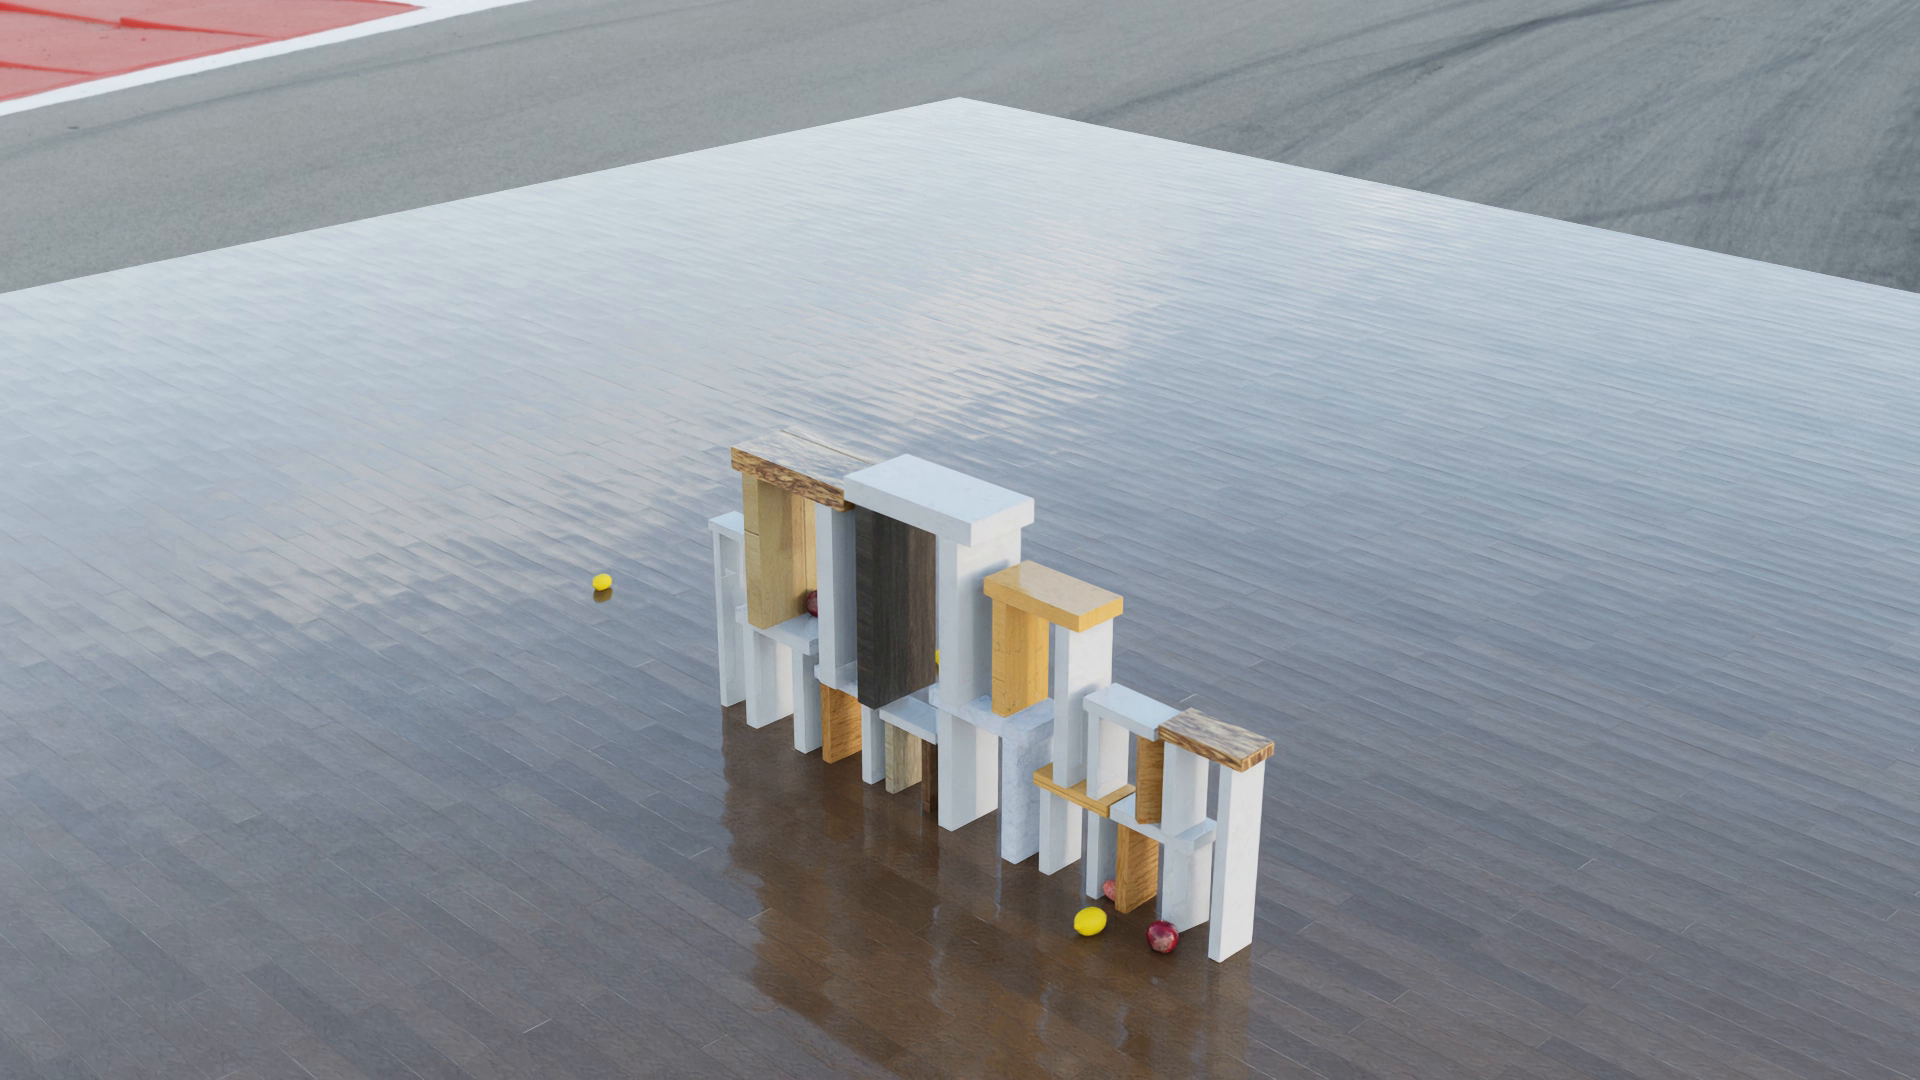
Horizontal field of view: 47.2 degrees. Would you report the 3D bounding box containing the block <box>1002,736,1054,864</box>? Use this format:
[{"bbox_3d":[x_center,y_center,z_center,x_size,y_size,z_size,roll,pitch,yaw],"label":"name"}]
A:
[{"bbox_3d":[0.141,0.486,4.278,0.132,0.264,0.037,-21,31,-41],"label":"block"}]

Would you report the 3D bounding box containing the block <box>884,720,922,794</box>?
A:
[{"bbox_3d":[-0.117,0.434,4.530,0.023,0.162,0.081,21,31,41],"label":"block"}]

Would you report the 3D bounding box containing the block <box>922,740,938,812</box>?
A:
[{"bbox_3d":[-0.040,0.464,4.459,0.023,0.162,0.081,21,31,41],"label":"block"}]

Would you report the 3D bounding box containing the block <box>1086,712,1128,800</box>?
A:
[{"bbox_3d":[0.275,0.387,4.083,0.025,0.177,0.087,21,31,41],"label":"block"}]

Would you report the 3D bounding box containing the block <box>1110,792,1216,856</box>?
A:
[{"bbox_3d":[0.376,0.516,4.032,0.187,0.027,0.094,21,31,40],"label":"block"}]

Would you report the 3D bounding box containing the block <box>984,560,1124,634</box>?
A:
[{"bbox_3d":[0.172,0.103,4.088,0.240,0.034,0.120,21,31,41],"label":"block"}]

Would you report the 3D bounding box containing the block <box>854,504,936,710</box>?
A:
[{"bbox_3d":[-0.127,0.112,4.396,0.049,0.431,0.172,22,31,40],"label":"block"}]

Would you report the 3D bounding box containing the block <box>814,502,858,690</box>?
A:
[{"bbox_3d":[-0.211,0.091,4.484,0.171,0.400,0.048,-21,31,-40],"label":"block"}]

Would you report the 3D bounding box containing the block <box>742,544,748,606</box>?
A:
[{"bbox_3d":[-0.430,0.067,4.718,0.021,0.147,0.073,21,31,41],"label":"block"}]

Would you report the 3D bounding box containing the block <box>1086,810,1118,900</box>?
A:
[{"bbox_3d":[0.281,0.579,4.160,0.092,0.184,0.026,-21,31,-40],"label":"block"}]

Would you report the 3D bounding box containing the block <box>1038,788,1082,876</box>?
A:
[{"bbox_3d":[0.194,0.545,4.239,0.026,0.184,0.092,21,31,41],"label":"block"}]

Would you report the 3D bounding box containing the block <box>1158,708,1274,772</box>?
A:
[{"bbox_3d":[0.451,0.352,3.876,0.185,0.026,0.093,20,30,39],"label":"block"}]

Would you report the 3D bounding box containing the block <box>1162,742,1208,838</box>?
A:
[{"bbox_3d":[0.405,0.434,3.954,0.093,0.185,0.026,-20,30,-39],"label":"block"}]

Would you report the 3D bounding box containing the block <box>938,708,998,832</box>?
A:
[{"bbox_3d":[0.017,0.437,4.393,0.132,0.264,0.037,-21,31,-41],"label":"block"}]

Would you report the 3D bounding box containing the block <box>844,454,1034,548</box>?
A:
[{"bbox_3d":[-0.043,-0.079,4.230,0.345,0.049,0.172,21,31,40],"label":"block"}]

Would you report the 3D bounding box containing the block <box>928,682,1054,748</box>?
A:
[{"bbox_3d":[0.079,0.323,4.277,0.132,0.037,0.264,-21,31,-41],"label":"block"}]

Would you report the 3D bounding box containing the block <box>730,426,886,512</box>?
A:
[{"bbox_3d":[-0.290,-0.147,4.472,0.171,0.048,0.342,-21,31,-41],"label":"block"}]

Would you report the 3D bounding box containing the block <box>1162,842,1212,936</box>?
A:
[{"bbox_3d":[0.417,0.628,4.041,0.094,0.187,0.027,-16,27,-33],"label":"block"}]

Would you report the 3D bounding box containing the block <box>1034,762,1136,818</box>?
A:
[{"bbox_3d":[0.238,0.465,4.158,0.184,0.026,0.092,21,31,40],"label":"block"}]

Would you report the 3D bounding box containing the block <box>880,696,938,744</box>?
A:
[{"bbox_3d":[-0.078,0.364,4.458,0.162,0.023,0.081,21,31,41],"label":"block"}]

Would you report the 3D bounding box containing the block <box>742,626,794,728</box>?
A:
[{"bbox_3d":[-0.412,0.281,4.794,0.034,0.238,0.119,21,31,41],"label":"block"}]

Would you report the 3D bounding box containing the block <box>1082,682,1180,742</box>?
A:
[{"bbox_3d":[0.317,0.312,4.001,0.087,0.025,0.174,-20,30,-39],"label":"block"}]

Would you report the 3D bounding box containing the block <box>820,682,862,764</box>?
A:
[{"bbox_3d":[-0.248,0.370,4.649,0.094,0.188,0.027,-21,31,-41],"label":"block"}]

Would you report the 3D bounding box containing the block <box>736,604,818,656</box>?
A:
[{"bbox_3d":[-0.356,0.177,4.689,0.238,0.034,0.119,21,31,41],"label":"block"}]

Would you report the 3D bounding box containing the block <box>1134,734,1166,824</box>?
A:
[{"bbox_3d":[0.364,0.428,3.981,0.087,0.174,0.025,-5,22,-11],"label":"block"}]

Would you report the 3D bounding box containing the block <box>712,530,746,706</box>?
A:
[{"bbox_3d":[-0.499,0.165,4.835,0.021,0.419,0.073,21,31,41],"label":"block"}]

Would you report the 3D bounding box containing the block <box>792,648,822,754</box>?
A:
[{"bbox_3d":[-0.300,0.324,4.691,0.034,0.239,0.119,21,31,41],"label":"block"}]

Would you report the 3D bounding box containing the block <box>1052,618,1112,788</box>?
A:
[{"bbox_3d":[0.229,0.293,4.107,0.034,0.331,0.120,21,31,41],"label":"block"}]

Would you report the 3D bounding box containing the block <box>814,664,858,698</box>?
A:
[{"bbox_3d":[-0.205,0.288,4.565,0.094,0.027,0.188,-21,31,-40],"label":"block"}]

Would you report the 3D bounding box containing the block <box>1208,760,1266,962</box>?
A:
[{"bbox_3d":[0.493,0.563,3.923,0.093,0.399,0.026,-21,32,-40],"label":"block"}]

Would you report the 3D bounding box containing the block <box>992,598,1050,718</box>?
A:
[{"bbox_3d":[0.116,0.207,4.193,0.120,0.240,0.034,-21,31,-41],"label":"block"}]

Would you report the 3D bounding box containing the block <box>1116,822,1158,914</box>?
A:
[{"bbox_3d":[0.332,0.597,4.115,0.027,0.187,0.094,20,30,38],"label":"block"}]

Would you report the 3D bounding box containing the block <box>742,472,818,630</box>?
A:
[{"bbox_3d":[-0.371,0.002,4.622,0.048,0.342,0.171,21,31,41],"label":"block"}]

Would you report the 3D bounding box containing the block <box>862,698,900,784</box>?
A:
[{"bbox_3d":[-0.160,0.404,4.567,0.094,0.188,0.027,-21,31,-41],"label":"block"}]

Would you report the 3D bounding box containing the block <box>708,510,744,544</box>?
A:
[{"bbox_3d":[-0.464,-0.024,4.717,0.073,0.021,0.147,-21,31,-41],"label":"block"}]

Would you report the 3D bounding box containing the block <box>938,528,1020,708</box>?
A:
[{"bbox_3d":[0.038,0.133,4.234,0.172,0.345,0.049,-21,31,-41],"label":"block"}]
